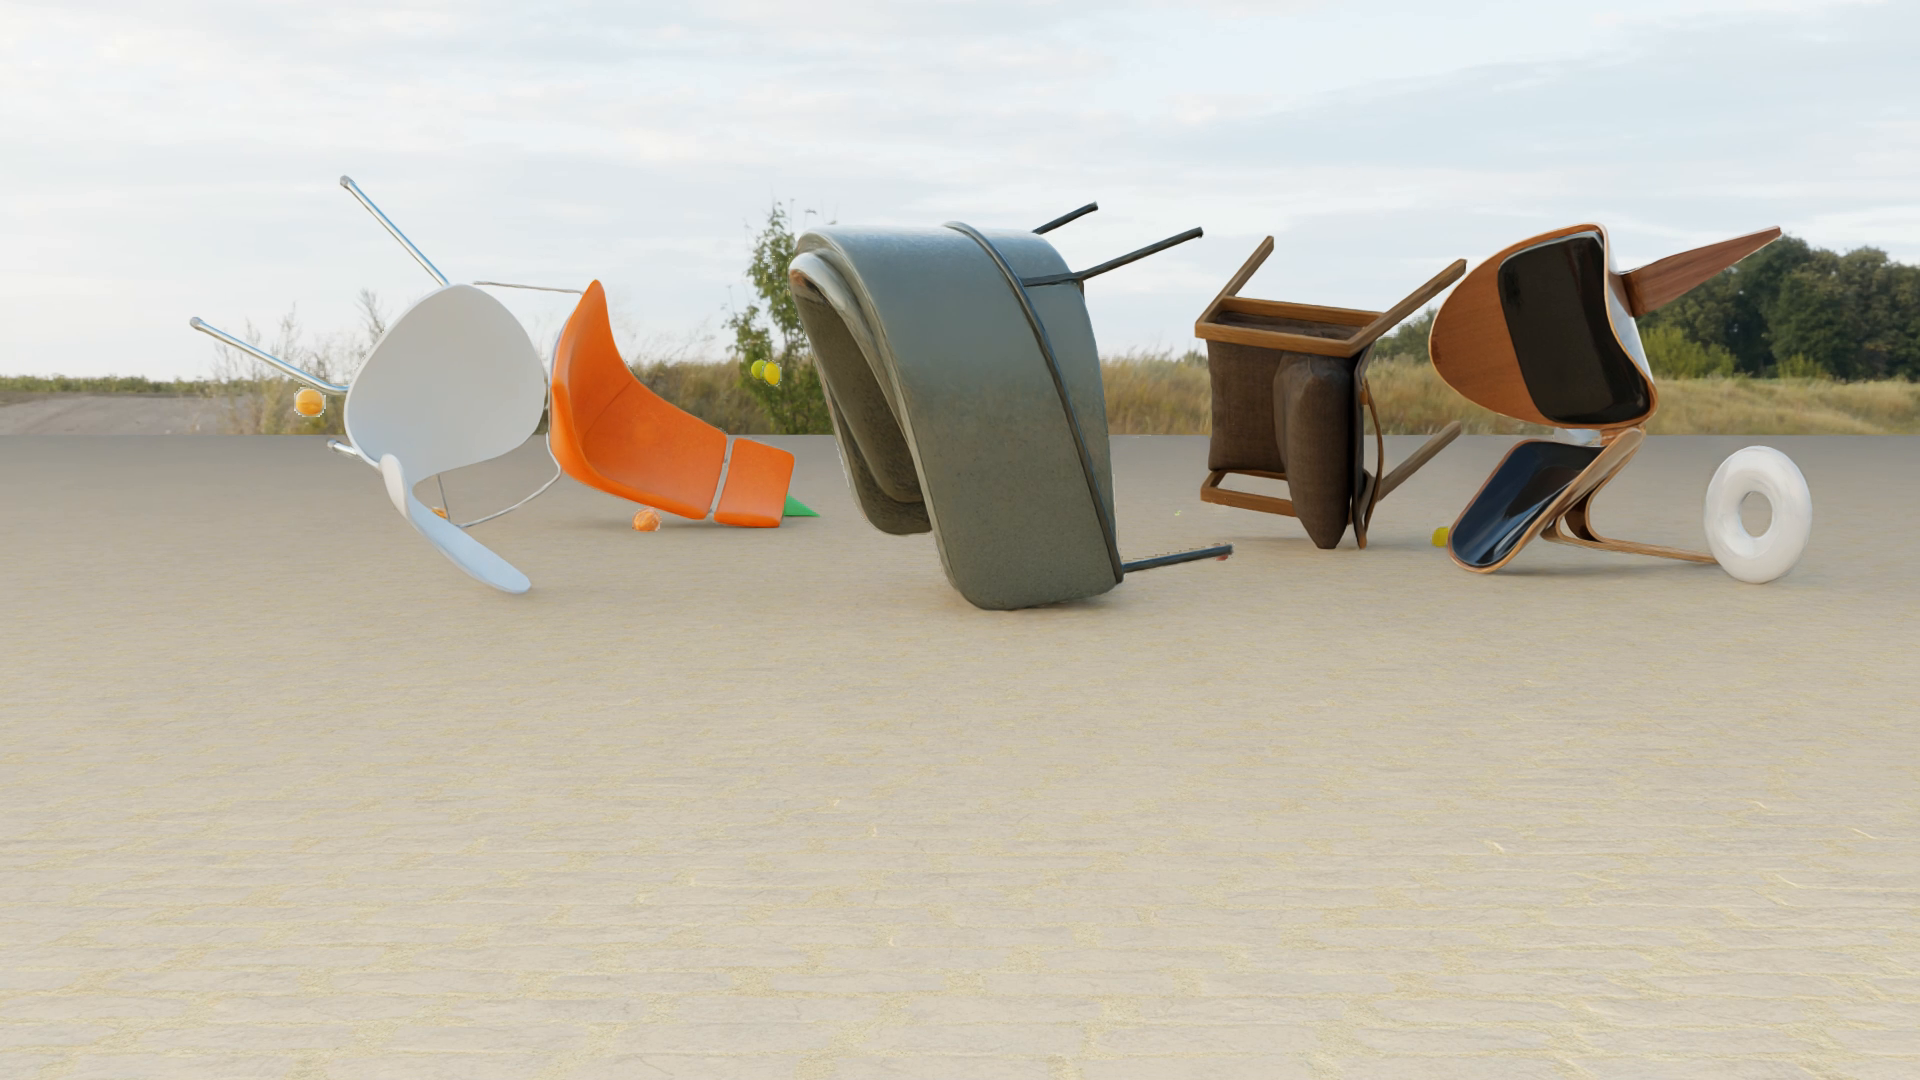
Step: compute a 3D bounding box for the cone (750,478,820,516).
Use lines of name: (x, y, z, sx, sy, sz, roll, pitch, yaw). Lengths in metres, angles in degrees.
cone: (-0.598, -0.116, 7.736, 0.241, 0.151, 0.106, 17, -25, 5)

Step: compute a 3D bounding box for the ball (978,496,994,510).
ball: (0.092, -0.122, 7.857, 0.064, 0.064, 0.064, 0, 4, 0)

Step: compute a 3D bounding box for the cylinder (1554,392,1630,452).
cylinder: (1.955, -0.364, 6.808, 0.219, 0.085, 0.109, -33, 36, -18)

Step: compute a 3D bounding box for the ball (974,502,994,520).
ball: (0.081, -0.101, 7.552, 0.064, 0.064, 0.064, 0, 4, 0)

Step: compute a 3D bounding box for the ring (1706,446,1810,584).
ring: (1.840, -0.058, 5.080, 0.045, 0.322, 0.315, 2, -31, -26)
